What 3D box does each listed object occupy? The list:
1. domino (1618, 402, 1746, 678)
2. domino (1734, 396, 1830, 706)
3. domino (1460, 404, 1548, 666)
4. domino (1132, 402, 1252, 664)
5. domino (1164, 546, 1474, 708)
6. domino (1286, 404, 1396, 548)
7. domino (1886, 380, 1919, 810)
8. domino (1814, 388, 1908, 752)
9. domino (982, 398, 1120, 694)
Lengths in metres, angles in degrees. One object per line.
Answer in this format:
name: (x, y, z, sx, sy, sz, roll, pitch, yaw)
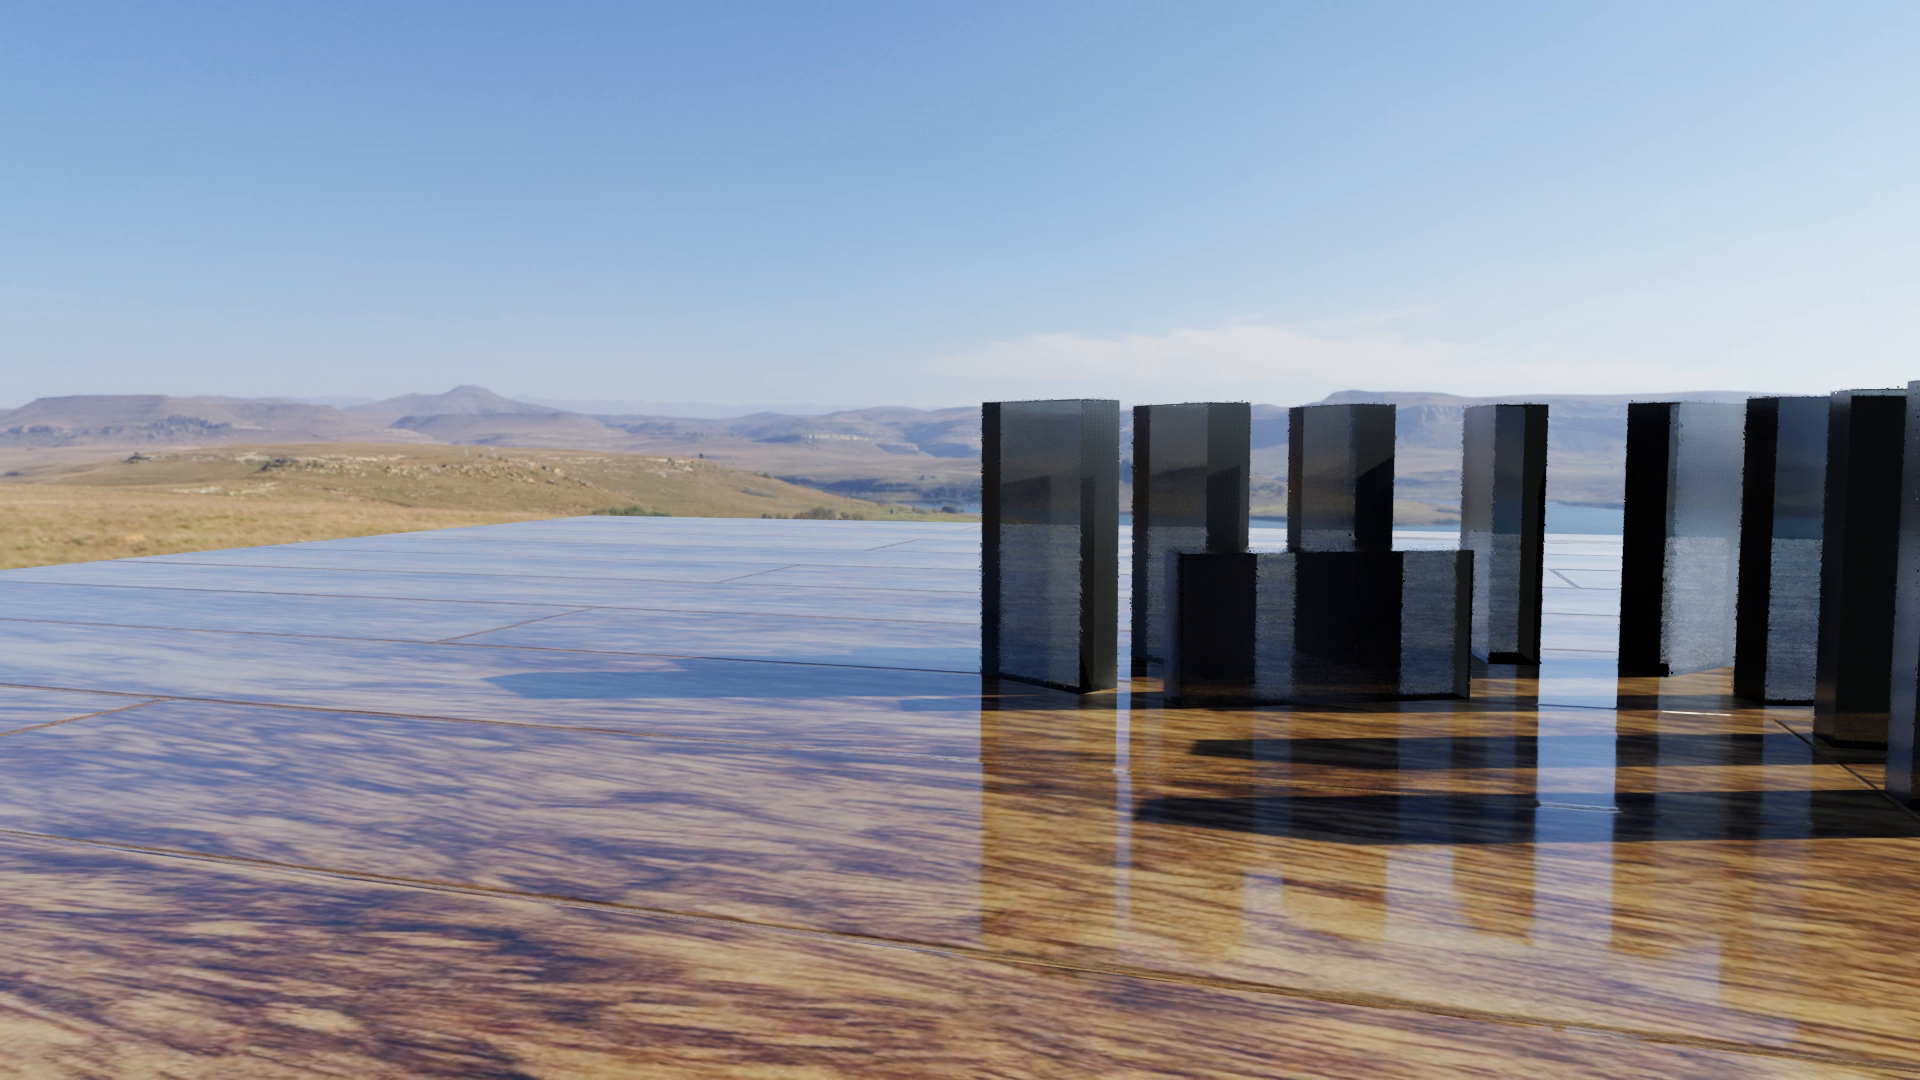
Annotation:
domino: (0.137, -0.001, 0.243, 0.025, 0.050, 0.009, -3, 5, -33)
domino: (0.144, 0.002, 0.211, 0.025, 0.050, 0.010, 0, 4, 4)
domino: (0.109, -0.002, 0.258, 0.010, 0.050, 0.025, 1, 4, 8)
domino: (0.044, -0.001, 0.246, 0.009, 0.050, 0.025, -2, 5, -24)
domino: (0.060, 0.014, 0.214, 0.050, 0.025, 0.010, -1, 4, -9)
domino: (0.076, -0.002, 0.257, 0.010, 0.050, 0.025, -1, 4, -12)
domino: (0.124, 0.007, 0.147, 0.025, 0.050, 0.010, 2, 5, 22)
domino: (0.136, 0.004, 0.178, 0.025, 0.050, 0.009, 1, 5, 19)
domino: (0.016, 0.000, 0.229, 0.009, 0.050, 0.025, -4, 6, -40)
